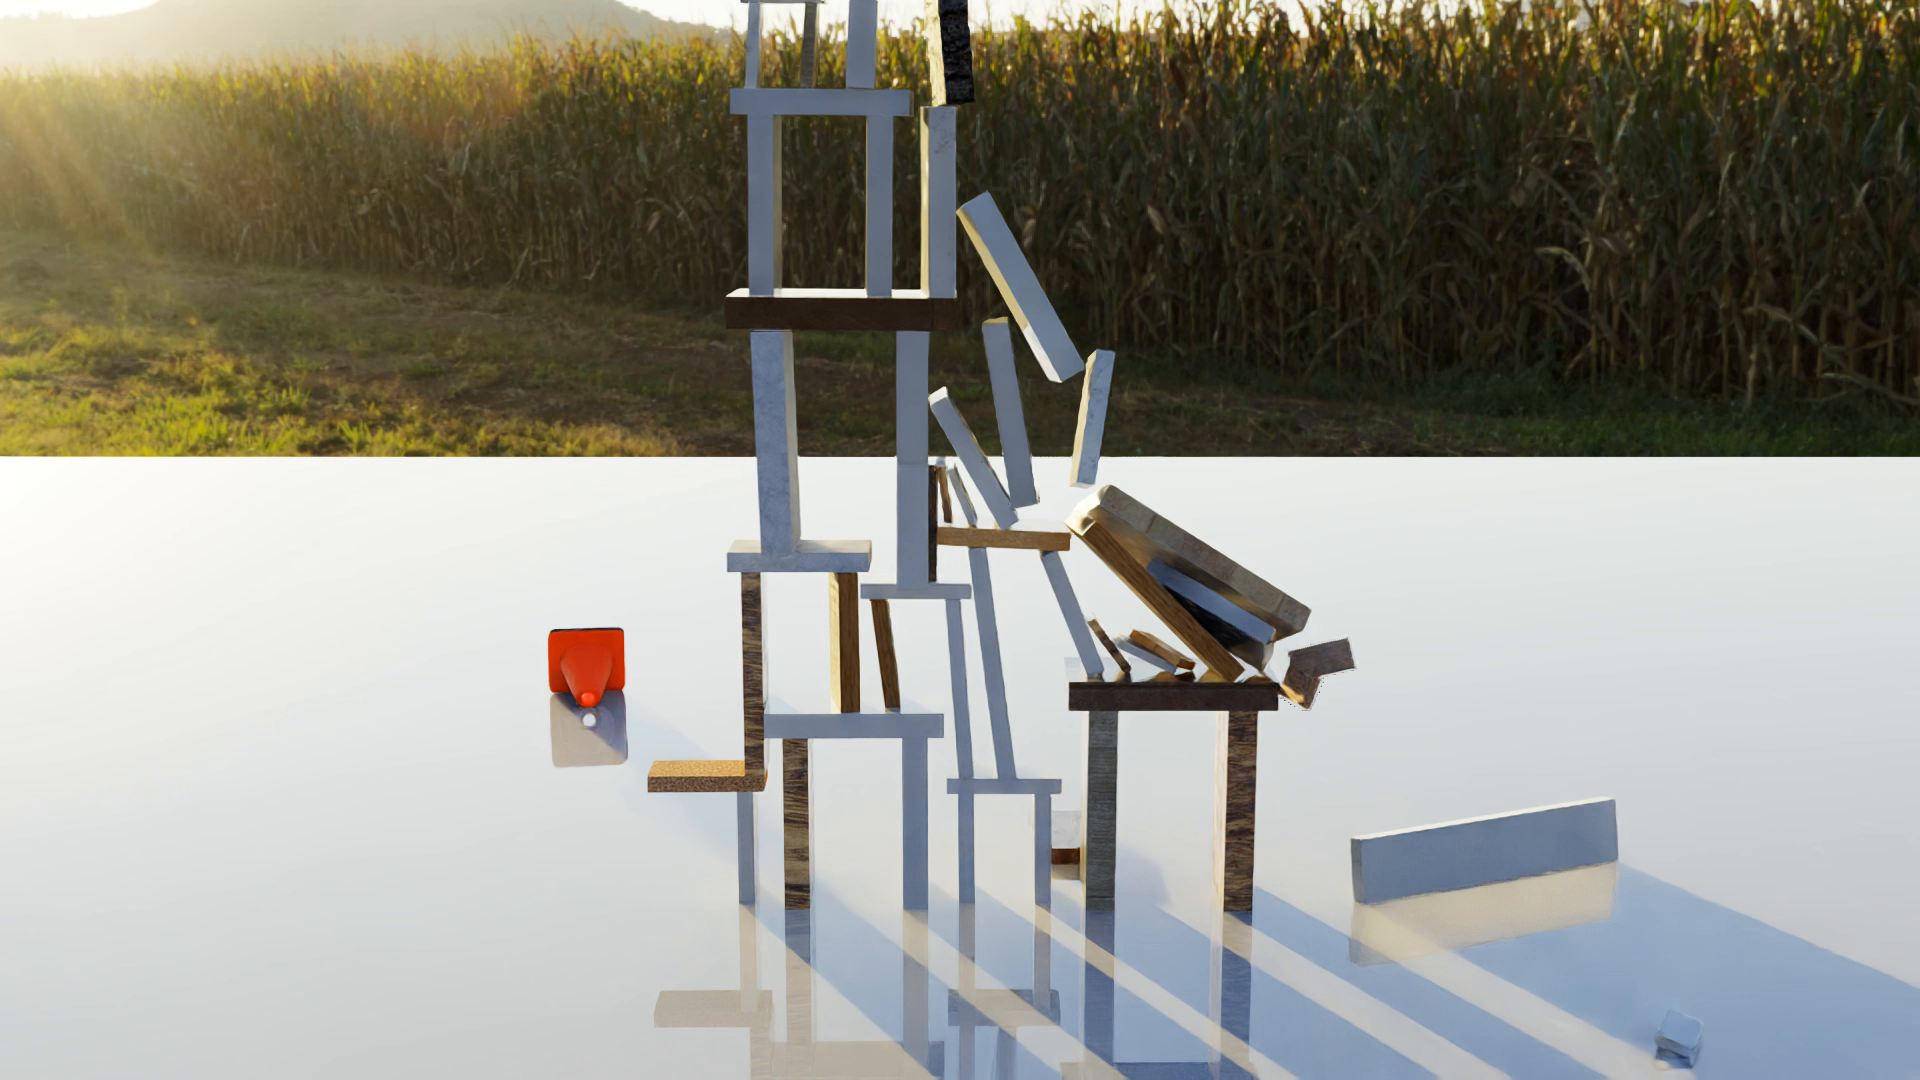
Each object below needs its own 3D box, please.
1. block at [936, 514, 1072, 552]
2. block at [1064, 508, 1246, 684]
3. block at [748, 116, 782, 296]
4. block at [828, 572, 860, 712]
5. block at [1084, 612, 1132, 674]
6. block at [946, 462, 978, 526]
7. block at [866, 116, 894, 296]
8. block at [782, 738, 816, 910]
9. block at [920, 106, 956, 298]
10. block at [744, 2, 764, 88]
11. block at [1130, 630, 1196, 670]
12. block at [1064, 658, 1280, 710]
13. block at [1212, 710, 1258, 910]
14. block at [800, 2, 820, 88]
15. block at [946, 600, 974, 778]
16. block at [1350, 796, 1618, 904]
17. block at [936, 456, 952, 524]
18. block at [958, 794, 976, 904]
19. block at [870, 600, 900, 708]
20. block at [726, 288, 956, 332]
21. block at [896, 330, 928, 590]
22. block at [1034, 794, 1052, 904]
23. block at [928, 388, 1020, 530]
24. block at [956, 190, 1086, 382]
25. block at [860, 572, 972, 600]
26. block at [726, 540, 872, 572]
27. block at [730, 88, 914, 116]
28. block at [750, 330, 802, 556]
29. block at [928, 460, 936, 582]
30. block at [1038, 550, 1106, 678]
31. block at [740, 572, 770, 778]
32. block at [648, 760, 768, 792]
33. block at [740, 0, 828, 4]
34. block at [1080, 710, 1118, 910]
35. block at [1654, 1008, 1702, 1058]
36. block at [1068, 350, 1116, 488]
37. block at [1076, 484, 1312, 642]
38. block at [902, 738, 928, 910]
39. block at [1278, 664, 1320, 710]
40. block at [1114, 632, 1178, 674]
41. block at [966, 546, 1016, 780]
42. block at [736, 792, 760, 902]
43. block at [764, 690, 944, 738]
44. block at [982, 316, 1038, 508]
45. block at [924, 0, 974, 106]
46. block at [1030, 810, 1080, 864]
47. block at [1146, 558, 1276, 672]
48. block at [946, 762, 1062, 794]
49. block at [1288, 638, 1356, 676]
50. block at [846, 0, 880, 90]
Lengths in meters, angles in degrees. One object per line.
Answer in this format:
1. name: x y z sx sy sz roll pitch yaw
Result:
1. block: 0.071 -0.012 3.553 0.213 0.030 0.107 3 11 1
2. block: 0.310 0.090 3.507 0.033 0.354 0.115 -46 16 -1
3. block: -0.306 -0.528 3.462 0.039 0.275 0.138 1 10 1
4. block: -0.188 0.155 3.574 0.032 0.227 0.113 -3 11 -11
5. block: 0.242 0.167 3.585 0.015 0.105 0.053 -37 9 6
6. block: 0.003 -0.074 3.531 0.014 0.096 0.048 -22 12 6
7. block: -0.127 -0.525 3.454 0.039 0.275 0.138 0 11 -3
8. block: -0.266 0.448 3.639 0.041 0.290 0.145 0 11 0
9. block: -0.034 -0.531 3.443 0.041 0.291 0.145 -1 11 -6
10. block: -0.319 -0.767 3.415 0.018 0.131 0.065 3 10 -1
11. block: 0.332 0.180 3.600 0.105 0.015 0.053 33 10 36
12. block: 0.342 0.235 3.604 0.337 0.048 0.168 0 11 0
13. block: 0.454 0.424 3.639 0.048 0.337 0.168 0 11 0
14. block: -0.232 -0.766 3.414 0.018 0.130 0.065 4 10 0
15. block: 0.000 0.233 3.605 0.025 0.296 0.090 -4 11 1
16. block: 0.895 0.523 3.728 0.534 0.107 0.030 -5 3 -25
17. block: -0.024 -0.081 3.532 0.014 0.096 0.048 -7 22 2
18. block: 0.011 0.498 3.651 0.027 0.187 0.094 -1 11 0
19. block: -0.121 0.175 3.596 0.025 0.179 0.090 -7 11 0
20. block: -0.184 -0.366 3.490 0.355 0.050 0.177 1 11 1
21. block: -0.076 -0.139 3.528 0.050 0.409 0.177 0 11 -1
22. block: 0.136 0.498 3.651 0.027 0.187 0.094 0 11 0
23. block: 0.022 -0.131 3.521 0.033 0.230 0.115 -30 10 4
24. block: 0.095 -0.400 3.491 0.044 0.314 0.157 -30 6 -2
25. block: -0.072 0.074 3.571 0.179 0.025 0.090 0 11 -2
26. block: -0.259 0.025 3.566 0.227 0.032 0.113 0 11 0
27. block: -0.213 -0.682 3.430 0.275 0.039 0.138 1 10 2
28. block: -0.294 -0.165 3.530 0.050 0.355 0.177 -2 11 1
29. block: -0.044 -0.031 3.550 0.014 0.189 0.048 0 11 -1
30. block: 0.180 0.109 3.577 0.030 0.213 0.107 -22 11 3
31. block: -0.334 0.209 3.601 0.032 0.341 0.113 0 11 0
32. block: -0.416 0.390 3.633 0.190 0.027 0.095 0 11 -1
33. block: -0.272 -0.841 3.404 0.131 0.018 0.065 1 10 1
34. block: 0.229 0.424 3.639 0.048 0.337 0.168 0 11 0
35. block: 1.003 0.687 3.068 0.050 0.014 0.101 22 19 21
36. block: 0.211 -0.192 3.529 0.030 0.213 0.107 9 -2 -4
37. block: 0.373 0.044 3.590 0.394 0.041 0.145 32 -20 -9
38. block: -0.073 0.448 3.640 0.041 0.290 0.145 0 11 0
39. block: 0.533 0.230 3.454 0.014 0.050 0.101 21 3 -14
40. block: 0.303 0.184 3.584 0.105 0.015 0.053 26 9 -5
41. block: 0.051 0.191 3.592 0.030 0.384 0.107 -8 11 0
42. block: -0.352 0.496 3.654 0.027 0.190 0.095 0 11 -1
43. block: -0.171 0.286 3.606 0.290 0.041 0.145 0 11 0
44. block: 0.080 -0.205 3.505 0.041 0.291 0.145 -9 9 3
45. block: -0.023 -0.835 3.408 0.044 0.314 0.157 -6 11 -7
46. block: 0.188 0.528 3.917 0.107 0.030 0.213 -1 11 -3
47. block: 0.403 0.121 3.571 0.230 0.033 0.115 31 -19 19
48. block: 0.072 0.393 3.631 0.187 0.027 0.094 0 11 1
49. block: 0.589 0.195 3.579 0.101 0.050 0.014 -15 -10 18
50. block: -0.146 -0.864 3.395 0.044 0.332 0.157 3 10 -2
